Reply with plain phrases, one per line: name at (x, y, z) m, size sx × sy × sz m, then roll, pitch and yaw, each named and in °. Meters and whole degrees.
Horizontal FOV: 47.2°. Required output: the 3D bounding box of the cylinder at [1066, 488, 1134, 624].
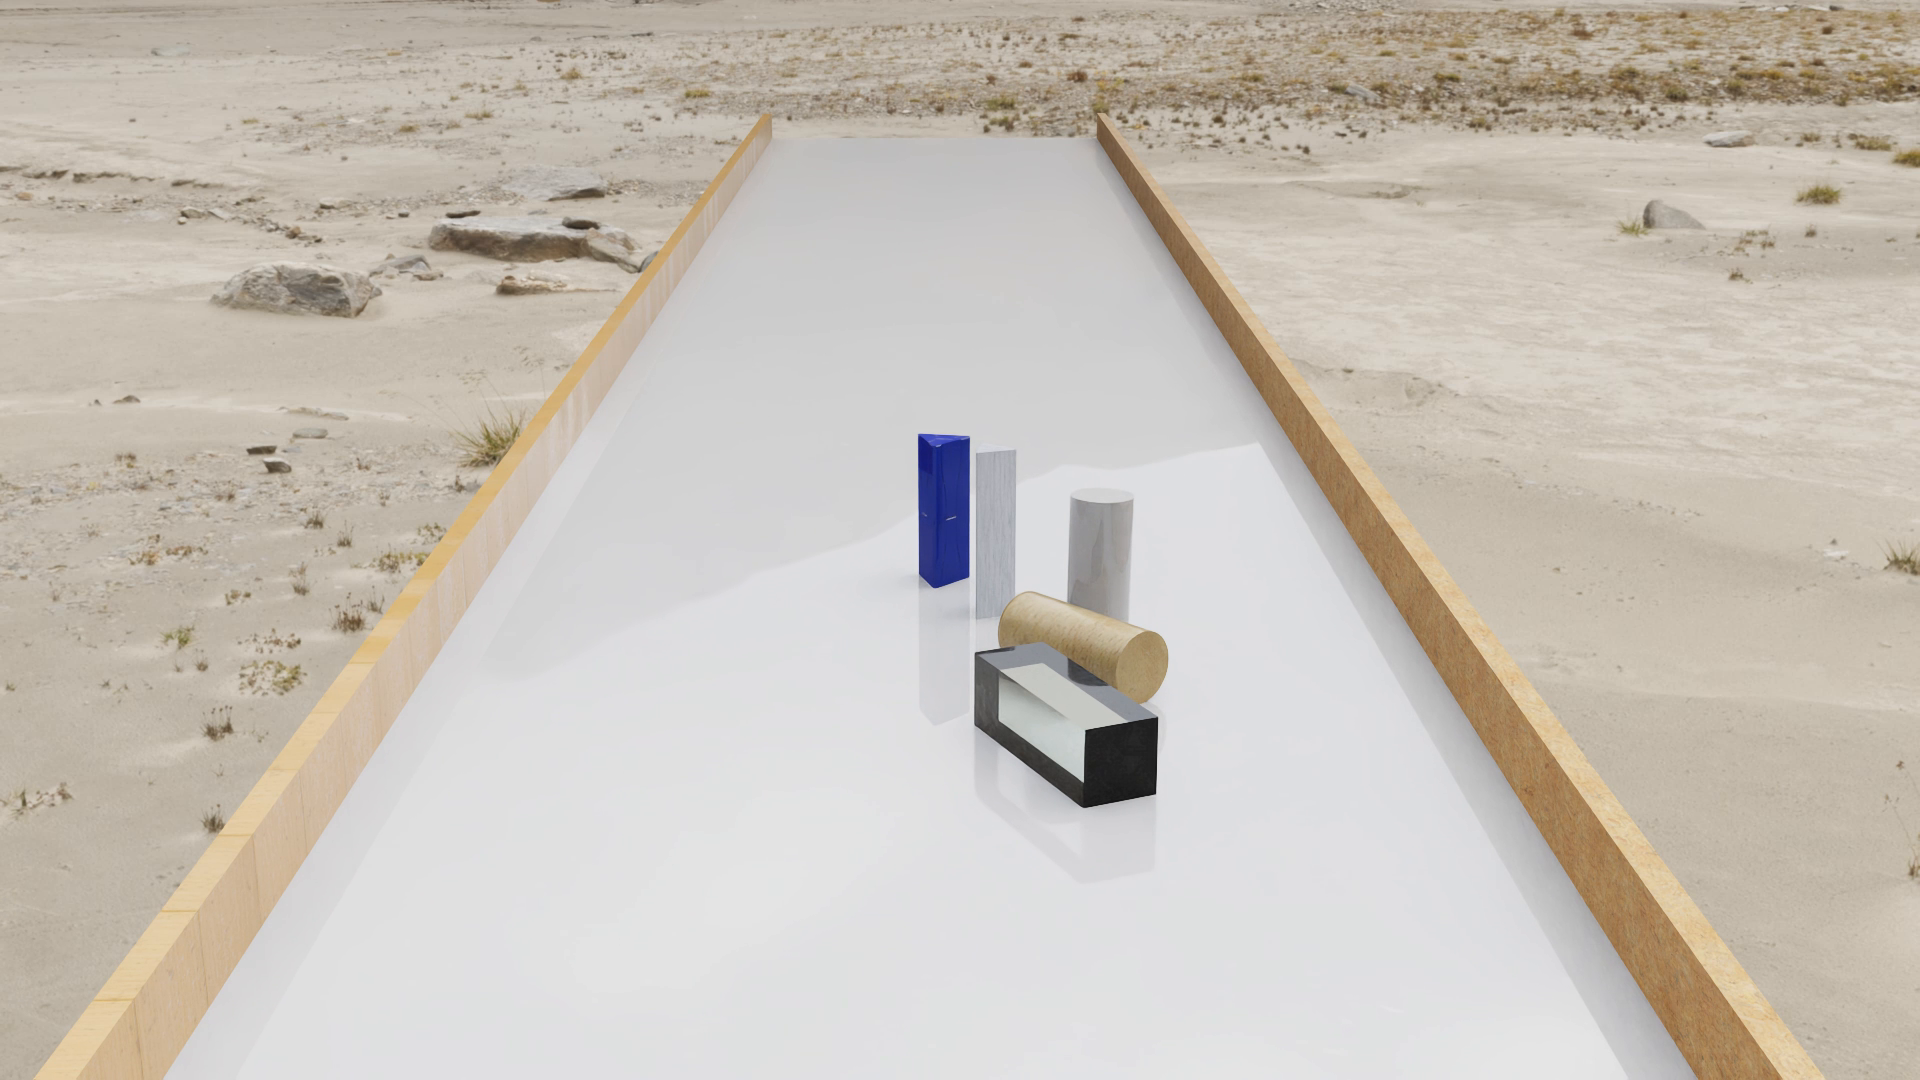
cylinder at (0.279, 0.070, 4.407) m, size 0.128 × 0.329 × 0.128 m, roll 1°, pitch 15°, yaw 0°

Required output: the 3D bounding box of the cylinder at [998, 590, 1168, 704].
cylinder at (0.237, 0.207, 4.278) m, size 0.144 × 0.144 × 0.328 m, roll -14°, pitch 22°, yaw -39°

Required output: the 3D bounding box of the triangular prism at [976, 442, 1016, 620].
triangular prism at (0.062, -0.021, 4.660) m, size 0.089 × 0.364 × 0.077 m, roll -6°, pitch 18°, yaw -20°

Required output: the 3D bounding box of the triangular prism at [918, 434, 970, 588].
triangular prism at (-0.054, -0.071, 4.894) m, size 0.101 × 0.325 × 0.116 m, roll 14°, pitch 22°, yaw 40°

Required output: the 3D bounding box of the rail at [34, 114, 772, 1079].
rail at (-1.118, -0.838, 7.780) m, size 0.050 × 0.150 × 12.000 m, roll 0°, pitch 17°, yaw -1°

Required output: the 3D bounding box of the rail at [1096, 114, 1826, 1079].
rail at (0.932, -0.844, 7.801) m, size 0.050 × 0.150 × 12.000 m, roll 0°, pitch 17°, yaw -1°

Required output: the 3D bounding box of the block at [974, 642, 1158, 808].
block at (0.181, 0.321, 3.899) m, size 0.142 × 0.142 × 0.428 m, roll -8°, pitch 18°, yaw -24°
